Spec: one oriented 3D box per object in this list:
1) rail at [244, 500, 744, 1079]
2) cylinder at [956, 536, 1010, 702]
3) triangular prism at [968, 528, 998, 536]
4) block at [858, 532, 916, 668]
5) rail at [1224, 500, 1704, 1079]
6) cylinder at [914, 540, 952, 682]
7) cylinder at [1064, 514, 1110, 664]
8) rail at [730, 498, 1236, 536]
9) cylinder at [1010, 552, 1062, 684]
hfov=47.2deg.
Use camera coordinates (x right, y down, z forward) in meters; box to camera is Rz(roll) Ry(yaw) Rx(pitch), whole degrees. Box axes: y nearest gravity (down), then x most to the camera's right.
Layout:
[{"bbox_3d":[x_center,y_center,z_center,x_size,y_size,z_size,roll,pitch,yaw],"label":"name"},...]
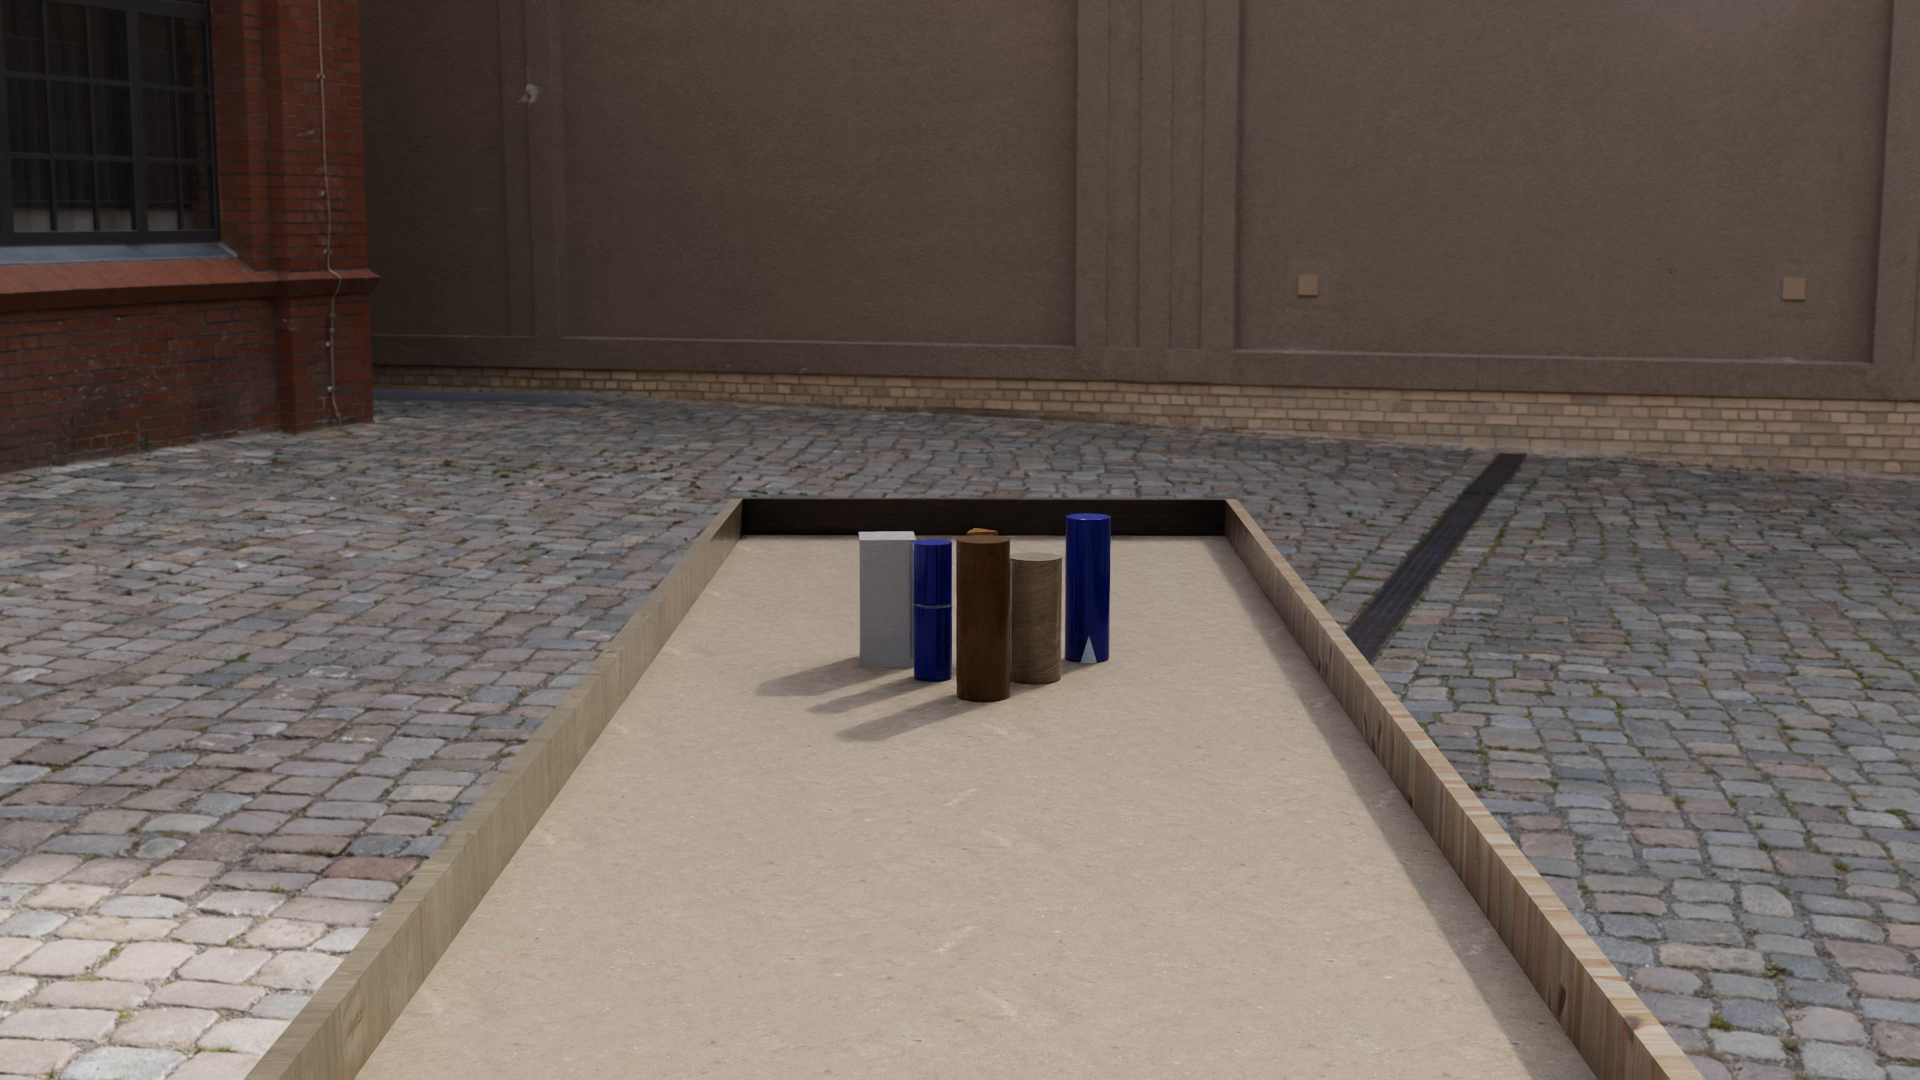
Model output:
[{"bbox_3d":[-1.004,0.839,3.234,0.050,0.150,12.000,0,9,1],"label":"rail"},{"bbox_3d":[0.065,0.220,6.187,0.151,0.449,0.151,0,9,0],"label":"cylinder"},{"bbox_3d":[0.057,0.168,6.666,0.095,0.402,0.083,-2,9,-15],"label":"triangular prism"},{"bbox_3d":[-0.220,0.178,6.654,0.168,0.386,0.168,-1,9,-4],"label":"block"},{"bbox_3d":[1.046,0.843,3.208,0.050,0.150,12.000,0,9,1],"label":"rail"},{"bbox_3d":[-0.079,0.206,6.424,0.112,0.403,0.112,0,9,0],"label":"cylinder"},{"bbox_3d":[0.388,0.146,6.692,0.137,0.438,0.137,0,9,0],"label":"cylinder"},{"bbox_3d":[0.099,-0.098,9.147,2.100,0.150,0.050,0,9,1],"label":"rail"},{"bbox_3d":[0.219,0.227,6.415,0.154,0.363,0.154,0,9,0],"label":"cylinder"}]
